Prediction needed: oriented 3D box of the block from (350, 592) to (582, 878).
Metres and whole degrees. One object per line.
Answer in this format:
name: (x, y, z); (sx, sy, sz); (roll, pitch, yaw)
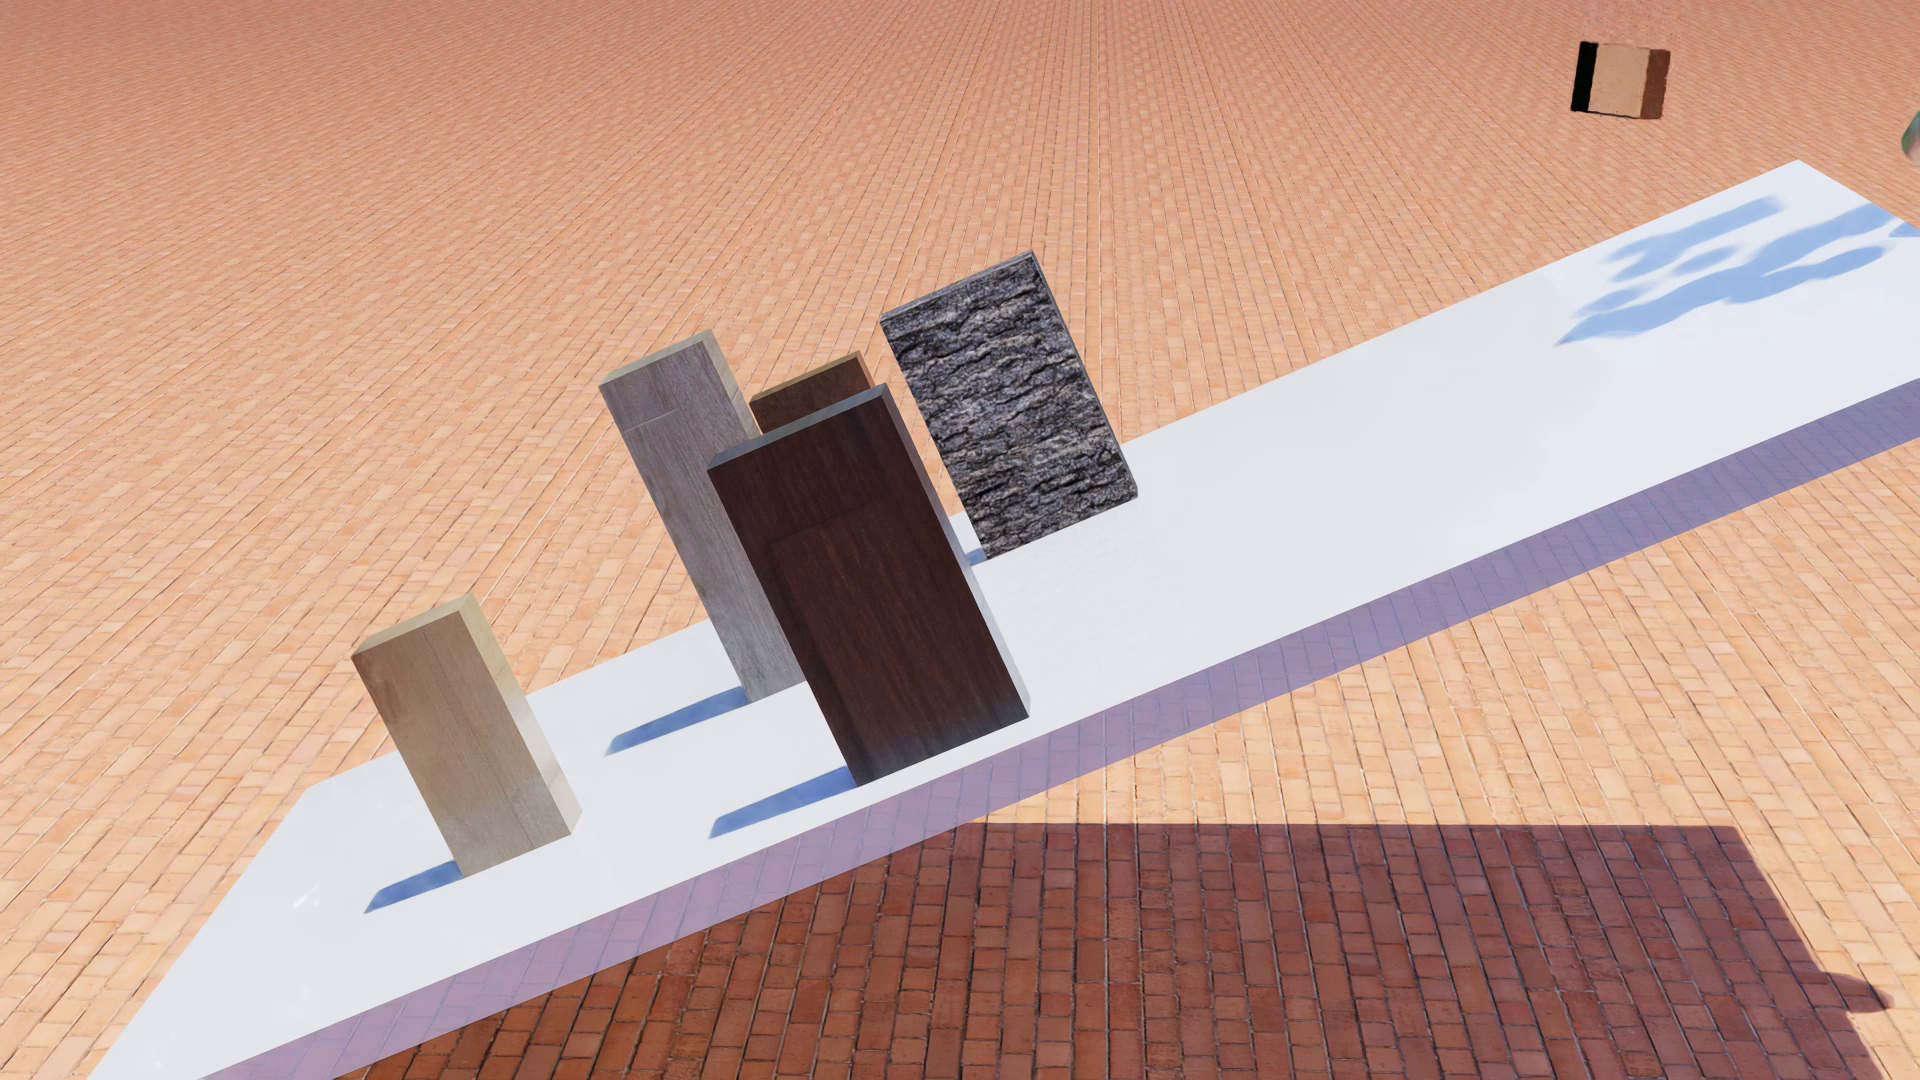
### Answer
block: (-1.012, 0.402, 6.055); (0.247, 0.521, 0.137); (-23, 13, 8)

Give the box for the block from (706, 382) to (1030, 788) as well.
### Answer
block: (-0.163, 0.085, 5.437); (0.349, 0.662, 0.119); (-23, 13, 8)

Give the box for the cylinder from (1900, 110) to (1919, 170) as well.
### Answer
cylinder: (1.992, -0.828, 5.861); (0.167, 0.167, 0.167); (9, 47, -10)

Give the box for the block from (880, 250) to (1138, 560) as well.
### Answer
block: (0.113, -0.303, 6.640); (0.371, 0.599, 0.103); (-23, 13, 8)

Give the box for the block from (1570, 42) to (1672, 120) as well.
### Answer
block: (1.378, -0.958, 6.130); (0.143, 0.143, 0.143); (14, 14, 33)

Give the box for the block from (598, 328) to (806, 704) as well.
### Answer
block: (-0.495, -0.050, 6.359); (0.247, 0.768, 0.142); (-23, 13, 8)

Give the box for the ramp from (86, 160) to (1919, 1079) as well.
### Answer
ramp: (0.132, 0.170, 6.284); (4.000, 0.100, 2.000); (-23, 13, 8)

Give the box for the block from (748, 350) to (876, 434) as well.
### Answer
block: (-0.271, -0.171, 7.059); (0.284, 0.493, 0.085); (-23, 13, 8)
